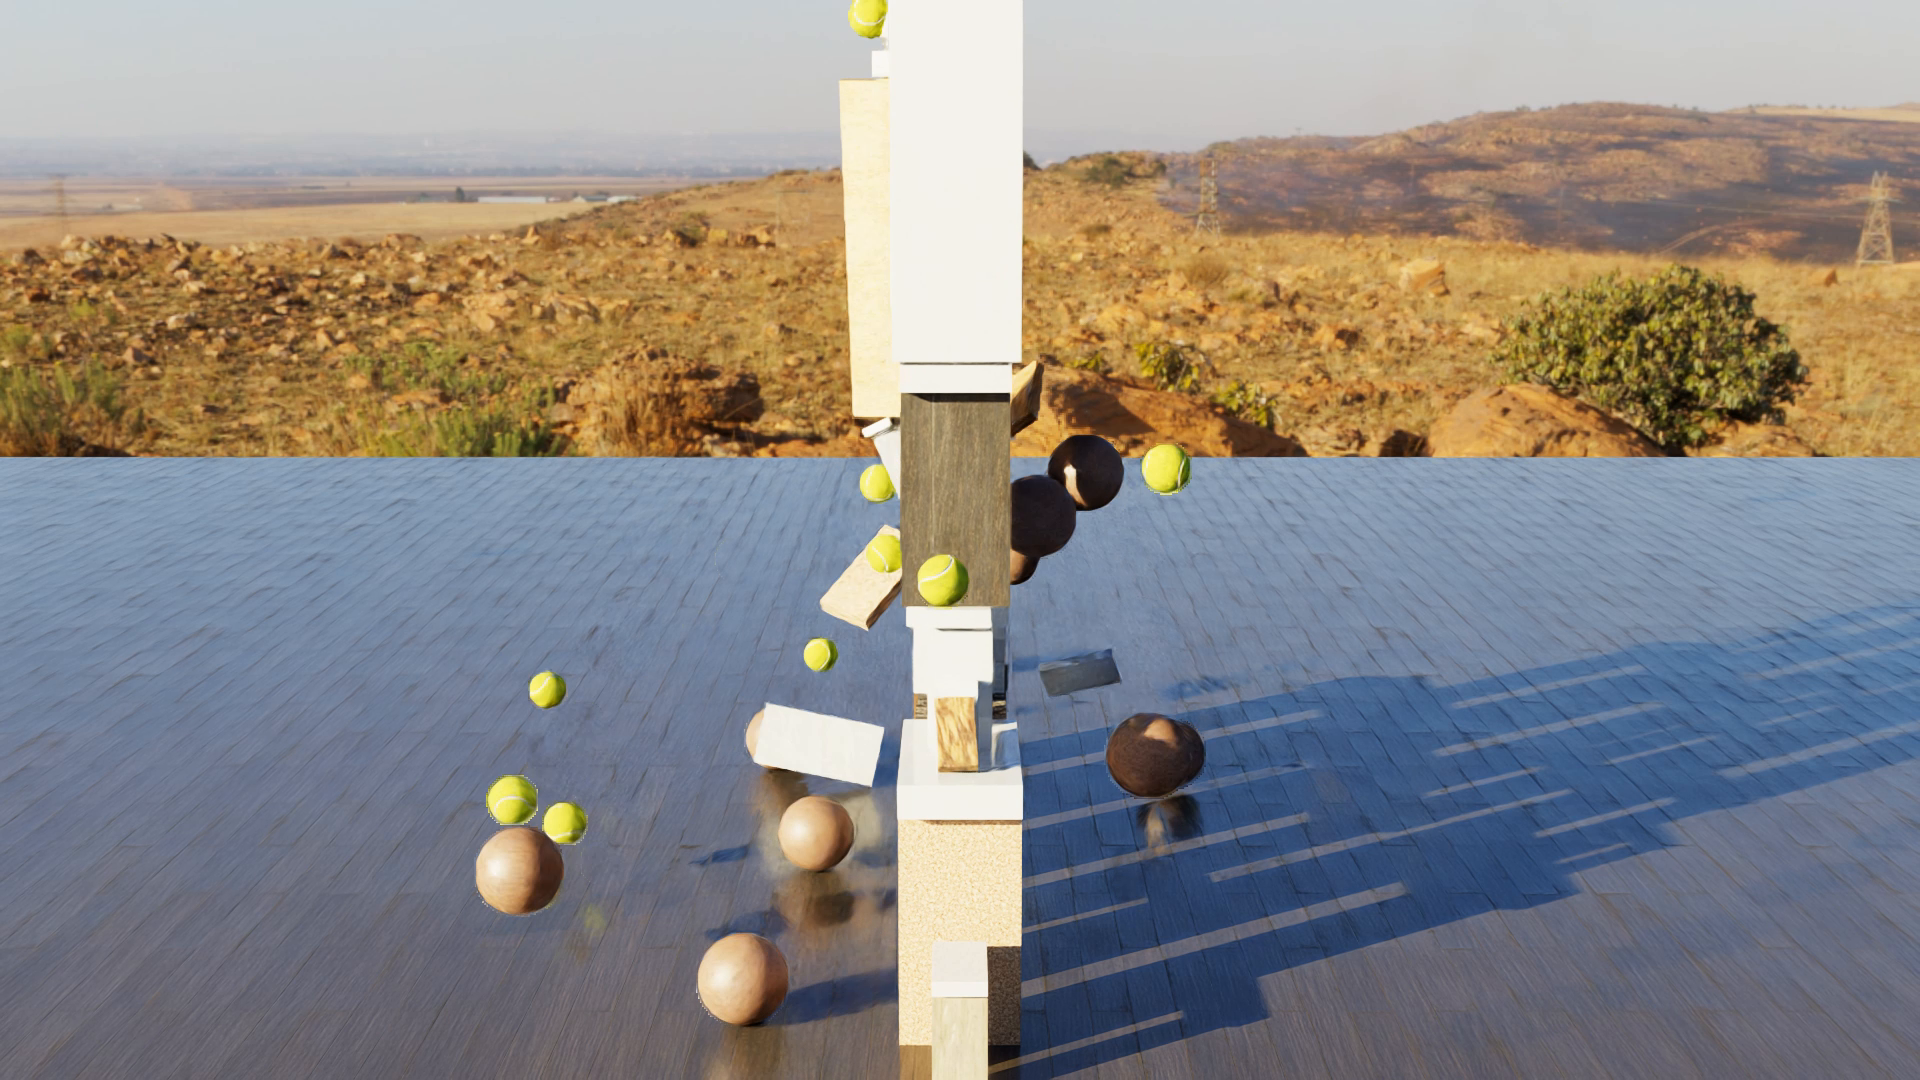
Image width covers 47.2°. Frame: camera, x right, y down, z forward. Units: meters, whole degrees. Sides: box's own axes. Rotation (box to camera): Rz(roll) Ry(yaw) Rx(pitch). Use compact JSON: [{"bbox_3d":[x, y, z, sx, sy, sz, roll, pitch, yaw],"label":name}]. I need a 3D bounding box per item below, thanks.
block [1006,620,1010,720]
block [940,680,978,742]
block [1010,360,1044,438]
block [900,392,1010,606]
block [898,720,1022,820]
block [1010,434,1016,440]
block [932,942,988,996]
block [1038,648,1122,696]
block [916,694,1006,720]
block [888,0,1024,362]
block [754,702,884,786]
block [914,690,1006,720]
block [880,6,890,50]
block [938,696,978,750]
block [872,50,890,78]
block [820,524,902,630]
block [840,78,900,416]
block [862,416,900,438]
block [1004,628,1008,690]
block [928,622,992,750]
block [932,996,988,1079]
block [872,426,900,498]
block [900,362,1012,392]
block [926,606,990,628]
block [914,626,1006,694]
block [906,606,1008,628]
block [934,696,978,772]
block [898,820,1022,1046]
[{"bbox_3d":[0.003,0.323,4.137,0.176,0.353,0.050,0,11,0],"label":"block"},{"bbox_3d":[-0.002,0.250,3.094,0.054,0.108,0.015,0,-9,0],"label":"block"},{"bbox_3d":[0.111,-0.251,3.908,0.071,0.020,0.142,-33,33,34],"label":"block"},{"bbox_3d":[-0.006,-0.060,3.085,0.153,0.306,0.043,0,11,0],"label":"block"},{"bbox_3d":[0.000,0.323,3.129,0.169,0.048,0.337,0,11,0],"label":"block"},{"bbox_3d":[0.033,-0.240,4.386,0.115,0.033,0.562,0,-3,6],"label":"block"},{"bbox_3d":[0.000,0.570,2.924,0.073,0.021,0.146,0,11,0],"label":"block"},{"bbox_3d":[0.225,0.249,4.120,0.142,0.071,0.020,-13,42,12],"label":"block"},{"bbox_3d":[0.002,0.289,3.592,0.145,0.041,0.290,0,11,0],"label":"block"},{"bbox_3d":[-0.005,-0.518,2.960,0.177,0.552,0.050,0,11,0],"label":"block"},{"bbox_3d":[-0.272,0.394,4.245,0.230,0.115,0.033,12,-1,-10],"label":"block"},{"bbox_3d":[0.000,0.401,3.819,0.158,0.316,0.045,0,11,0],"label":"block"},{"bbox_3d":[-0.038,-0.855,3.390,0.117,0.235,0.033,4,-27,17],"label":"block"},{"bbox_3d":[-0.004,0.267,3.054,0.054,0.108,0.015,0,-33,0],"label":"block"},{"bbox_3d":[-0.035,-0.736,3.414,0.132,0.037,0.264,4,11,13],"label":"block"},{"bbox_3d":[-0.170,0.075,4.500,0.115,0.033,0.230,22,56,28],"label":"block"},{"bbox_3d":[-0.107,-0.446,3.382,0.132,0.516,0.037,1,16,8],"label":"block"},{"bbox_3d":[-0.112,-0.178,3.478,0.049,0.014,0.098,-25,-6,21],"label":"block"},{"bbox_3d":[0.004,0.205,3.889,0.158,0.045,0.316,0,11,0],"label":"block"},{"bbox_3d":[0.000,0.207,3.124,0.091,0.182,0.026,0,11,0],"label":"block"},{"bbox_3d":[0.000,0.660,2.891,0.073,0.146,0.021,0,11,0],"label":"block"},{"bbox_3d":[-0.060,-0.044,3.500,0.049,0.292,0.014,-23,21,2],"label":"block"},{"bbox_3d":[-0.006,-0.251,3.152,0.153,0.043,0.306,0,10,0],"label":"block"},{"bbox_3d":[-0.003,0.093,3.164,0.091,0.026,0.182,0,11,-1],"label":"block"},{"bbox_3d":[-0.001,0.089,3.649,0.151,0.331,0.043,0,11,1],"label":"block"},{"bbox_3d":[-0.004,-0.061,3.292,0.153,0.381,0.043,0,10,0],"label":"block"},{"bbox_3d":[-0.006,0.268,3.035,0.054,0.108,0.015,-3,-33,-2],"label":"block"},{"bbox_3d":[0.000,0.533,3.053,0.169,0.337,0.048,0,11,0],"label":"block"}]
